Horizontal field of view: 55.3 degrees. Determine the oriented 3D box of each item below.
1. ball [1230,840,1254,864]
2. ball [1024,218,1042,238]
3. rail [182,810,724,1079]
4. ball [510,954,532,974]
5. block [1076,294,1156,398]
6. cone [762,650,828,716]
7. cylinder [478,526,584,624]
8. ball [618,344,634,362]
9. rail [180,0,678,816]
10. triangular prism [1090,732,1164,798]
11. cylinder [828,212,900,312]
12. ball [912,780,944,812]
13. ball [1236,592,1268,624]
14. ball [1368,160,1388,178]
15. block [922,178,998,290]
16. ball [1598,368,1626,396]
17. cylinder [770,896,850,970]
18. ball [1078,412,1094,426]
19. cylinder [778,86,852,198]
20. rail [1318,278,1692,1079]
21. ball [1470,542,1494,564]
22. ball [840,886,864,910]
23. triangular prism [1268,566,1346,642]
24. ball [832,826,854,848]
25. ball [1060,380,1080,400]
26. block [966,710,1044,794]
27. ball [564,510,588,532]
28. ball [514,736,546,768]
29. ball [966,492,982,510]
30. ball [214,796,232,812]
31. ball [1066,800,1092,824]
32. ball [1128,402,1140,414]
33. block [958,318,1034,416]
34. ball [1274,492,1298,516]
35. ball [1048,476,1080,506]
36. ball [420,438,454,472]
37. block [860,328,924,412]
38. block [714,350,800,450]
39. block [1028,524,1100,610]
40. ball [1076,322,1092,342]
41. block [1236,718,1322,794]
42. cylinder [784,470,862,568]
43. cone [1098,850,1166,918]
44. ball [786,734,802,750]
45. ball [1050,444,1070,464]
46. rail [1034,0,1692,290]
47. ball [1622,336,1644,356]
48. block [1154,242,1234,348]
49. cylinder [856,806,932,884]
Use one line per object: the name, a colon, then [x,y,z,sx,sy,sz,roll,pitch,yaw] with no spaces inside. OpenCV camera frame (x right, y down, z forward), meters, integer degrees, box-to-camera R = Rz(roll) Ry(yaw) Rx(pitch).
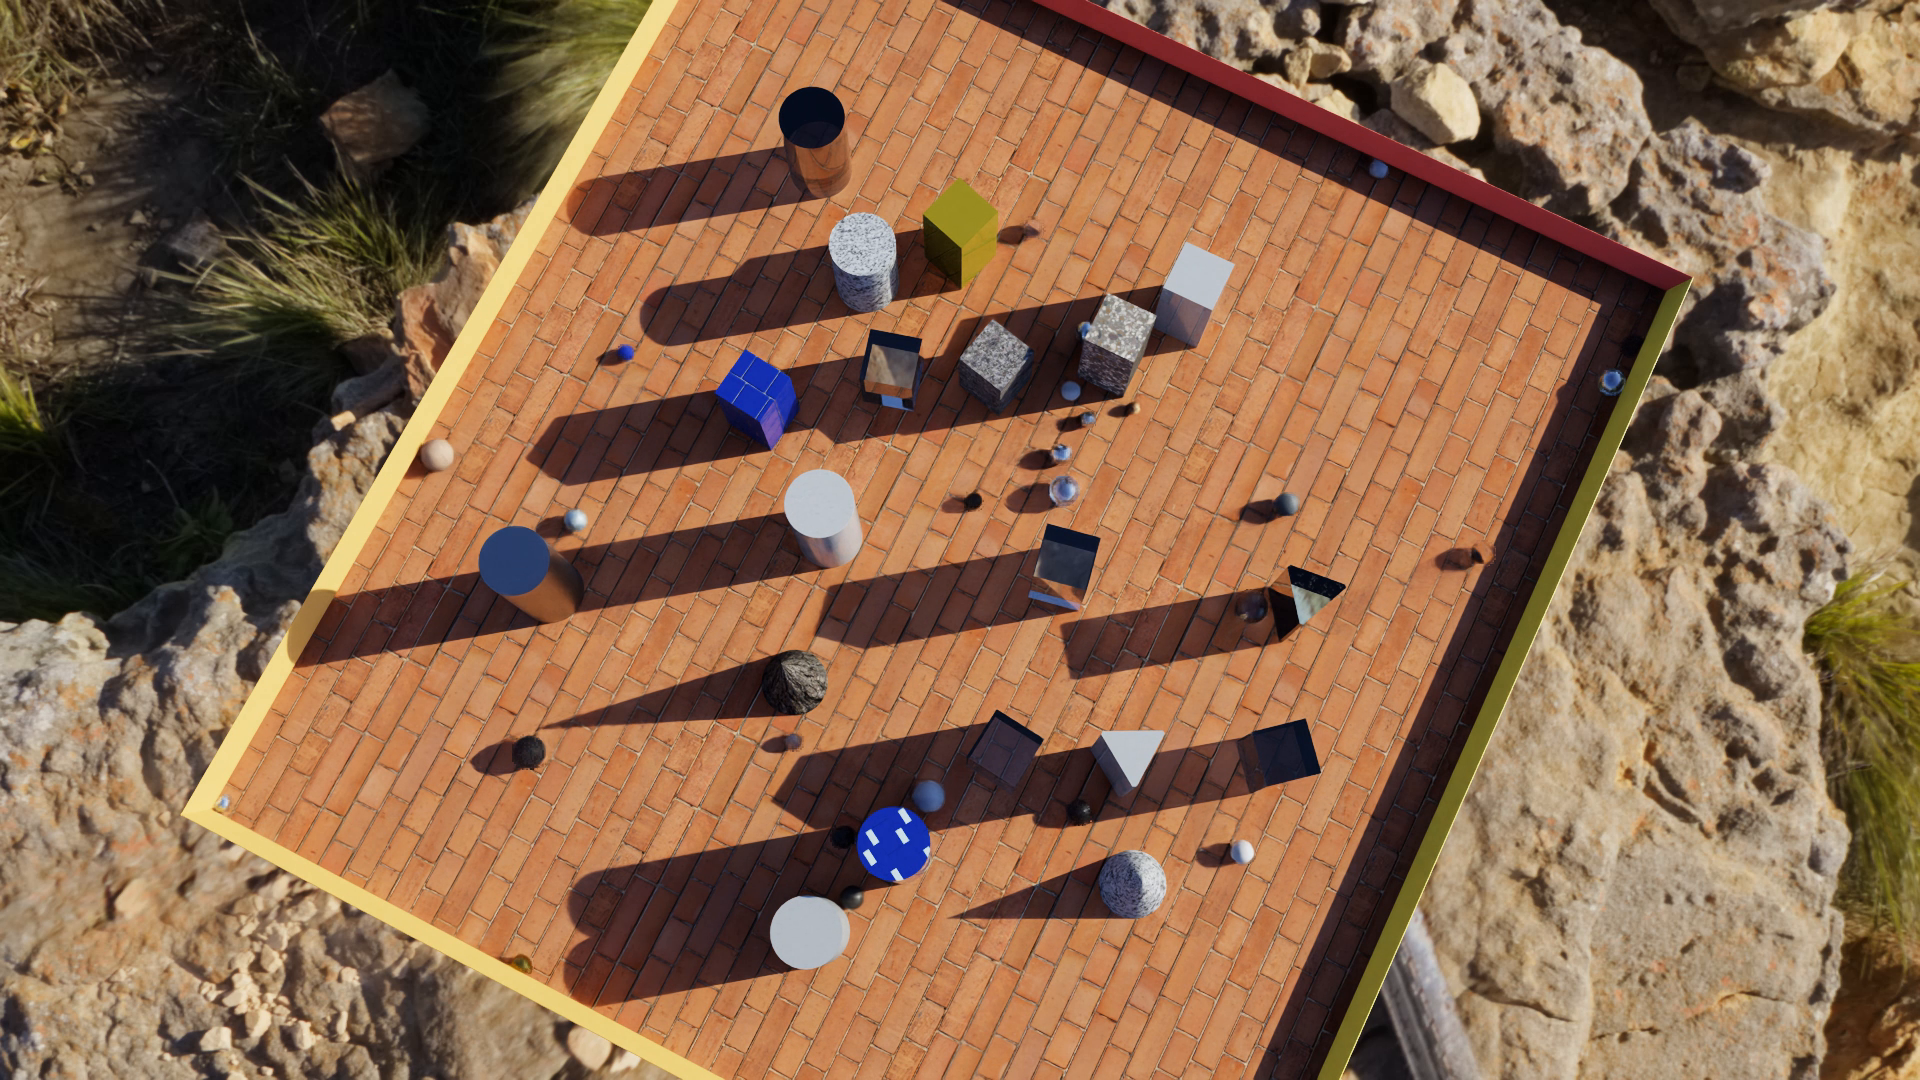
ball: [0.830,0.917,5.392,0.068,0.068,0.068,0,78,0]
ball: [0.230,-0.985,5.789,0.062,0.062,0.062,0,78,0]
rail: [-0.771,1.516,5.236,3.315,0.130,0.045,26,80,5]
ball: [-1.277,1.236,5.330,0.059,0.059,0.059,0,78,0]
block: [0.471,-0.585,5.548,0.160,0.371,0.160,26,79,5]
cone: [-0.499,0.387,5.319,0.199,0.427,0.199,0,78,0]
cylinder: [-1.245,0.106,5.349,0.199,0.480,0.199,0,78,0]
ball: [-1.040,-0.583,5.712,0.050,0.050,0.050,0,78,0]
rail: [-1.461,-0.709,5.696,0.045,0.130,3.494,26,80,5]
triangular prism: [0.499,0.612,5.263,0.150,0.444,0.173,-30,80,-6]
cylinder: [-0.291,-0.847,5.621,0.199,0.336,0.199,0,78,0]
ball: [-0.094,0.757,5.412,0.093,0.093,0.093,0,78,0]
ball: [0.880,0.203,5.525,0.098,0.098,0.098,0,78,0]
ball: [1.330,-1.181,5.831,0.059,0.059,0.059,0,78,0]
block: [0.002,-0.936,5.625,0.160,0.363,0.160,43,81,8]
ball: [2.018,-0.489,5.676,0.082,0.082,0.082,0,78,0]
cylinder: [-0.422,1.114,5.209,0.199,0.348,0.199,0,78,0]
ball: [0.391,-0.374,5.670,0.047,0.047,0.047,0,78,0]
cylinder: [-0.444,-1.225,5.673,0.199,0.386,0.199,0,78,0]
rail: [1.461,0.722,5.400,0.045,0.130,3.494,26,80,5]
ball: [1.587,0.040,5.573,0.070,0.070,0.070,0,78,0]
ball: [-0.316,1.046,5.364,0.071,0.071,0.071,0,78,0]
triangular prism: [0.989,0.165,5.406,0.173,0.345,0.150,-39,81,-7]
ball: [-0.345,0.873,5.403,0.065,0.065,0.065,0,78,0]
ball: [0.343,-0.464,5.681,0.062,0.062,0.062,0,78,0]
block: [0.129,0.619,5.327,0.160,0.317,0.160,32,80,6]
ball: [-1.172,-0.058,5.594,0.068,0.068,0.068,0,78,0]
ball: [-1.277,0.629,5.438,0.096,0.096,0.096,0,78,0]
ball: [0.043,-0.119,5.614,0.053,0.053,0.053,0,78,0]
ball: [-2.185,0.782,5.428,0.052,0.052,0.052,0,78,0]
ball: [0.352,0.803,5.414,0.072,0.072,0.072,0,78,0]
ball: [0.538,-0.410,5.681,0.040,0.040,0.040,0,78,0]
block: [0.109,-0.523,5.585,0.160,0.274,0.160,39,81,7]
ball: [0.997,-0.108,5.602,0.073,0.073,0.073,0,78,0]
ball: [0.318,-0.151,5.600,0.093,0.093,0.093,0,78,0]
ball: [-1.602,-0.261,5.620,0.100,0.100,0.100,0,78,0]
block: [-0.207,-0.517,5.598,0.160,0.246,0.160,11,79,2]
block: [-0.607,-0.419,5.529,0.160,0.342,0.160,33,80,6]
block: [0.306,0.084,5.418,0.160,0.354,0.160,15,79,3]
ball: [0.393,-0.649,5.717,0.066,0.066,0.066,0,78,0]
block: [0.922,0.631,5.328,0.160,0.310,0.160,-14,79,-3]
cylinder: [-0.398,-0.057,5.399,0.199,0.449,0.199,0,78,0]
cone: [0.509,0.986,5.259,0.199,0.301,0.199,0,78,0]
ball: [-0.497,0.601,5.467,0.050,0.050,0.050,0,78,0]
ball: [0.309,-0.264,5.638,0.065,0.065,0.065,0,78,0]
rail: [0.771,-1.502,5.860,3.315,0.130,0.045,26,80,5]
ball: [2.096,-0.605,5.709,0.065,0.065,0.065,0,78,0]
block: [0.706,-0.743,5.585,0.160,0.363,0.160,26,79,5]
cylinder: [-0.180,0.870,5.193,0.199,0.477,0.199,0,78,0]
